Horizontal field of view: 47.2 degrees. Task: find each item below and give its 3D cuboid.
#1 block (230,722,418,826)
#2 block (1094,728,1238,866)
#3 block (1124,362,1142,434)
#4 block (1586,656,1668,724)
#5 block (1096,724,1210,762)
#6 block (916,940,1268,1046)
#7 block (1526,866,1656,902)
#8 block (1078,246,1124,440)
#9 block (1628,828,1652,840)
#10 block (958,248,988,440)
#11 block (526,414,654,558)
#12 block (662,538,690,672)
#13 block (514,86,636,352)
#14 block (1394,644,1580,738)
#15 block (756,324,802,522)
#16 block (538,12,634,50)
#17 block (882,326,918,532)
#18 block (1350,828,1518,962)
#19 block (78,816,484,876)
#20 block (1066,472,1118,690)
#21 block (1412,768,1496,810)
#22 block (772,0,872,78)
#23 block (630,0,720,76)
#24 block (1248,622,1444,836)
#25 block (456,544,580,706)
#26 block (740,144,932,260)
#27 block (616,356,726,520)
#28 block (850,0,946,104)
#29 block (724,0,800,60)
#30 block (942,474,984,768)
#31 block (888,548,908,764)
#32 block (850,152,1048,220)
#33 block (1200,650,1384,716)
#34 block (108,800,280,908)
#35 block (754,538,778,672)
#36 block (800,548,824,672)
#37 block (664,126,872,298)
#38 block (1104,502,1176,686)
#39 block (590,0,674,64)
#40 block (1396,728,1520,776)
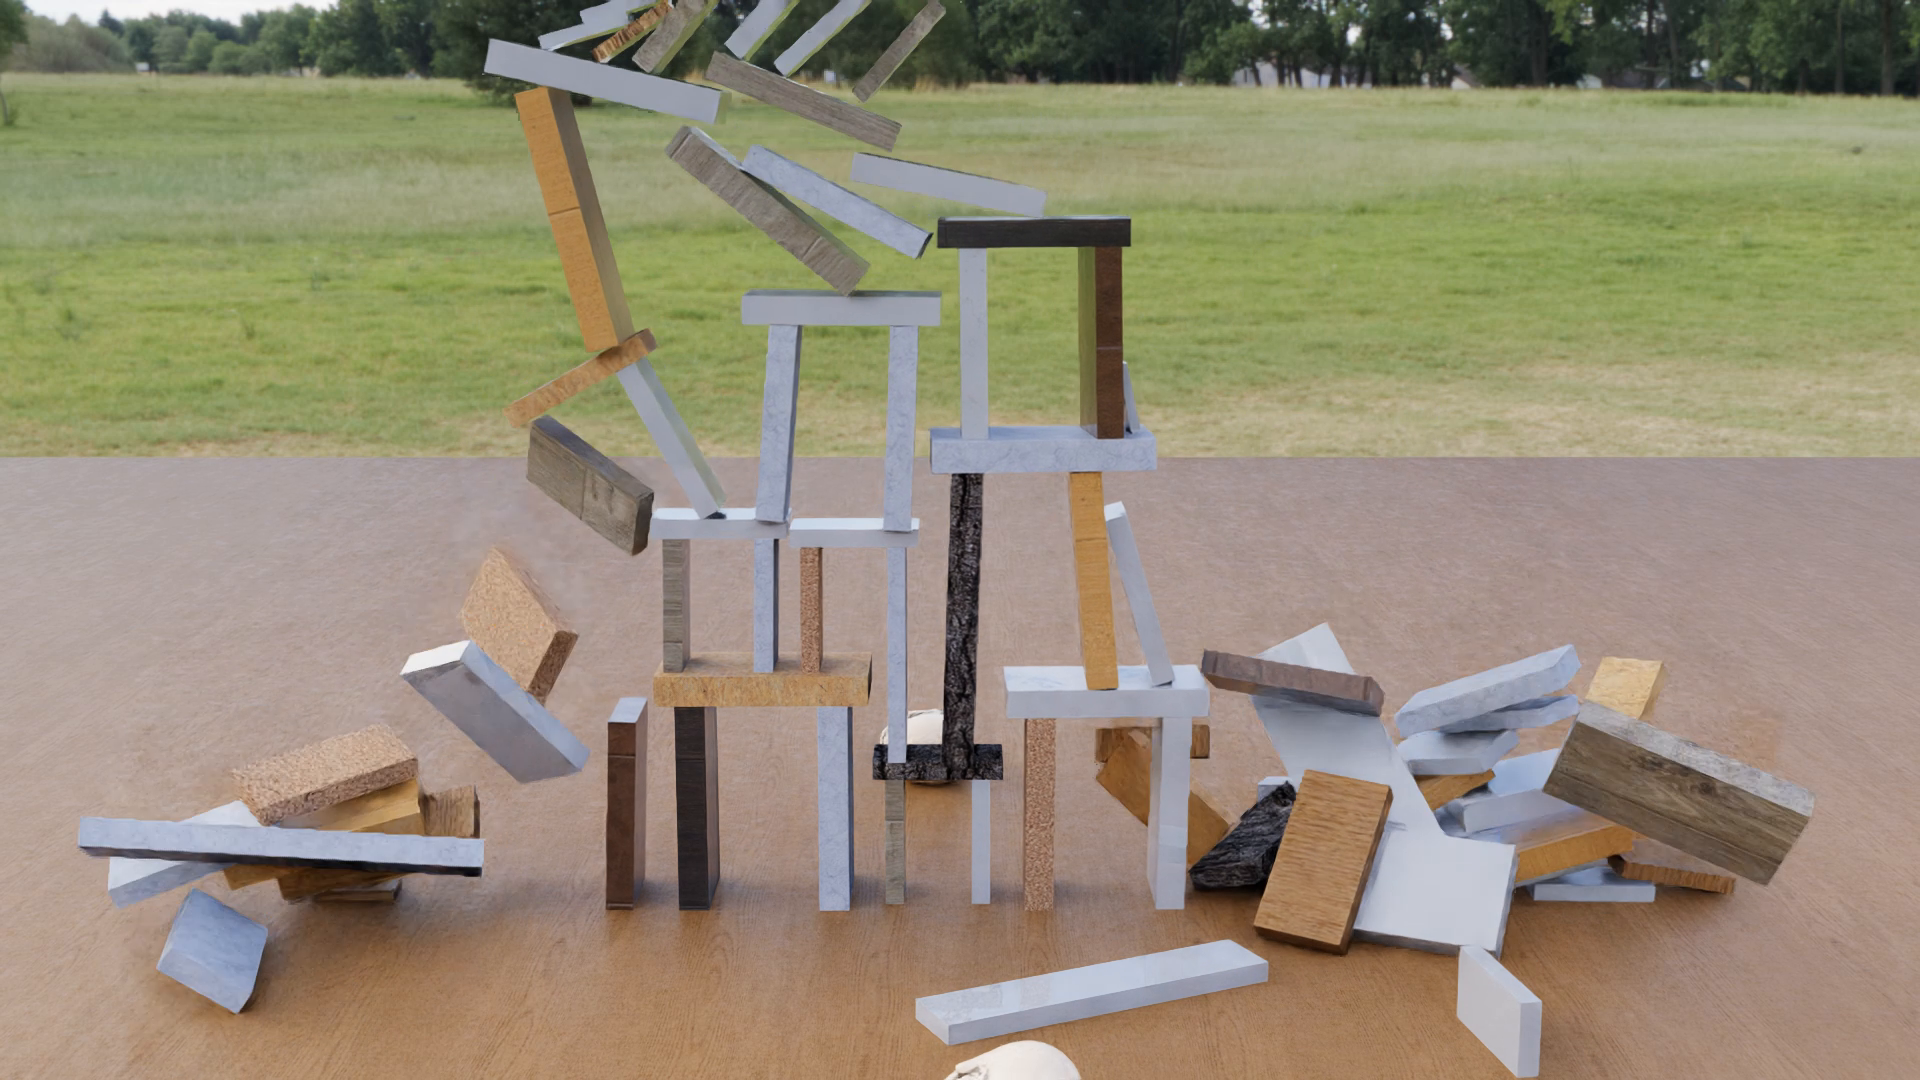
[{"bbox_3d":[-1.037,0.380,3.592,0.264,0.037,0.132,-17,33,-33],"label":"block"},{"bbox_3d":[0.353,0.444,3.779,0.232,0.116,0.033,41,32,13],"label":"block"},{"bbox_3d":[0.265,-0.229,3.512,0.016,0.113,0.057,-14,12,-5],"label":"block"},{"bbox_3d":[1.075,0.288,3.613,0.105,0.030,0.211,4,54,44],"label":"block"},{"bbox_3d":[0.335,0.354,3.832,0.197,0.057,0.016,-4,-20,17],"label":"block"},{"bbox_3d":[0.199,0.658,3.219,0.533,0.030,0.106,-5,12,-26],"label":"block"},{"bbox_3d":[1.050,0.574,3.677,0.196,0.028,0.098,1,11,3],"label":"block"},{"bbox_3d":[0.223,-0.319,3.489,0.042,0.299,0.149,-3,11,-7],"label":"block"},{"bbox_3d":[1.142,0.507,3.904,0.212,0.030,0.106,-8,3,39],"label":"block"},{"bbox_3d":[0.020,-0.319,3.503,0.042,0.299,0.149,-1,11,-1],"label":"block"},{"bbox_3d":[-0.608,-0.090,3.605,0.248,0.124,0.035,34,44,22],"label":"block"},{"bbox_3d":[-0.461,0.096,3.577,0.031,0.219,0.109,1,11,0],"label":"block"},{"bbox_3d":[-0.604,-0.507,3.466,0.050,0.407,0.178,-14,11,3],"label":"block"},{"bbox_3d":[0.863,0.247,3.602,0.281,0.040,0.140,-22,1,30],"label":"block"},{"bbox_3d":[-0.290,-0.196,3.524,0.044,0.310,0.155,5,10,-2],"label":"block"},{"bbox_3d":[-0.577,-0.788,3.407,0.141,0.020,0.071,-16,11,3],"label":"block"},{"bbox_3d":[-0.096,-0.187,3.525,0.044,0.324,0.155,2,10,-2],"label":"block"},{"bbox_3d":[0.682,0.546,3.456,0.354,0.177,0.050,5,-31,25],"label":"block"},{"bbox_3d":[-1.040,0.476,3.405,0.590,0.043,0.153,5,-15,-12],"label":"block"},{"bbox_3d":[0.214,0.050,3.574,0.050,0.353,0.176,-5,10,1],"label":"block"},{"bbox_3d":[0.759,0.423,3.680,0.259,0.037,0.130,-30,10,7],"label":"block"},{"bbox_3d":[-0.208,-0.794,3.418,0.191,0.027,0.095,-41,9,7],"label":"block"},{"bbox_3d":[-0.390,-0.848,3.399,0.035,0.304,0.122,41,8,-8],"label":"block"},{"bbox_3d":[0.640,0.378,3.656,0.177,0.050,0.513,-27,52,4],"label":"block"},{"bbox_3d":[-0.773,0.150,3.832,0.043,0.153,0.307,18,17,-41],"label":"block"},{"bbox_3d":[-0.192,-0.534,3.472,0.305,0.043,0.153,27,9,-2],"label":"block"},{"bbox_3d":[-0.462,-0.167,3.534,0.035,0.268,0.124,-29,10,4],"label":"block"},{"bbox_3d":[-0.095,-0.763,3.432,0.027,0.191,0.095,41,8,-7],"label":"block"},{"bbox_3d":[-0.266,-0.847,3.404,0.035,0.245,0.122,42,8,-8],"label":"block"},{"bbox_3d":[0.004,0.115,3.582,0.050,0.480,0.176,2,11,0],"label":"block"},{"bbox_3d":[-0.102,0.177,3.587,0.029,0.356,0.103,0,11,0],"label":"block"},{"bbox_3d":[-0.015,-0.561,3.469,0.305,0.043,0.153,11,11,-1],"label":"block"},{"bbox_3d":[0.552,0.237,3.645,0.281,0.040,0.140,9,-11,21],"label":"block"},{"bbox_3d":[-1.225,0.493,3.523,0.264,0.037,0.132,-20,28,-10],"label":"block"},{"bbox_3d":[-0.315,0.096,3.579,0.031,0.219,0.109,1,11,0],"label":"block"},{"bbox_3d":[-0.241,0.103,3.576,0.029,0.206,0.103,0,11,0],"label":"block"},{"bbox_3d":[-0.299,-0.519,3.462,0.356,0.050,0.178,38,8,-7],"label":"block"},{"bbox_3d":[0.289,0.086,3.583,0.037,0.283,0.130,-17,10,3],"label":"block"},{"bbox_3d":[-0.504,-0.787,3.406,0.141,0.020,0.071,-33,10,6],"label":"block"},{"bbox_3d":[0.812,0.351,3.651,0.105,0.030,0.211,-32,13,-36],"label":"block"}]
